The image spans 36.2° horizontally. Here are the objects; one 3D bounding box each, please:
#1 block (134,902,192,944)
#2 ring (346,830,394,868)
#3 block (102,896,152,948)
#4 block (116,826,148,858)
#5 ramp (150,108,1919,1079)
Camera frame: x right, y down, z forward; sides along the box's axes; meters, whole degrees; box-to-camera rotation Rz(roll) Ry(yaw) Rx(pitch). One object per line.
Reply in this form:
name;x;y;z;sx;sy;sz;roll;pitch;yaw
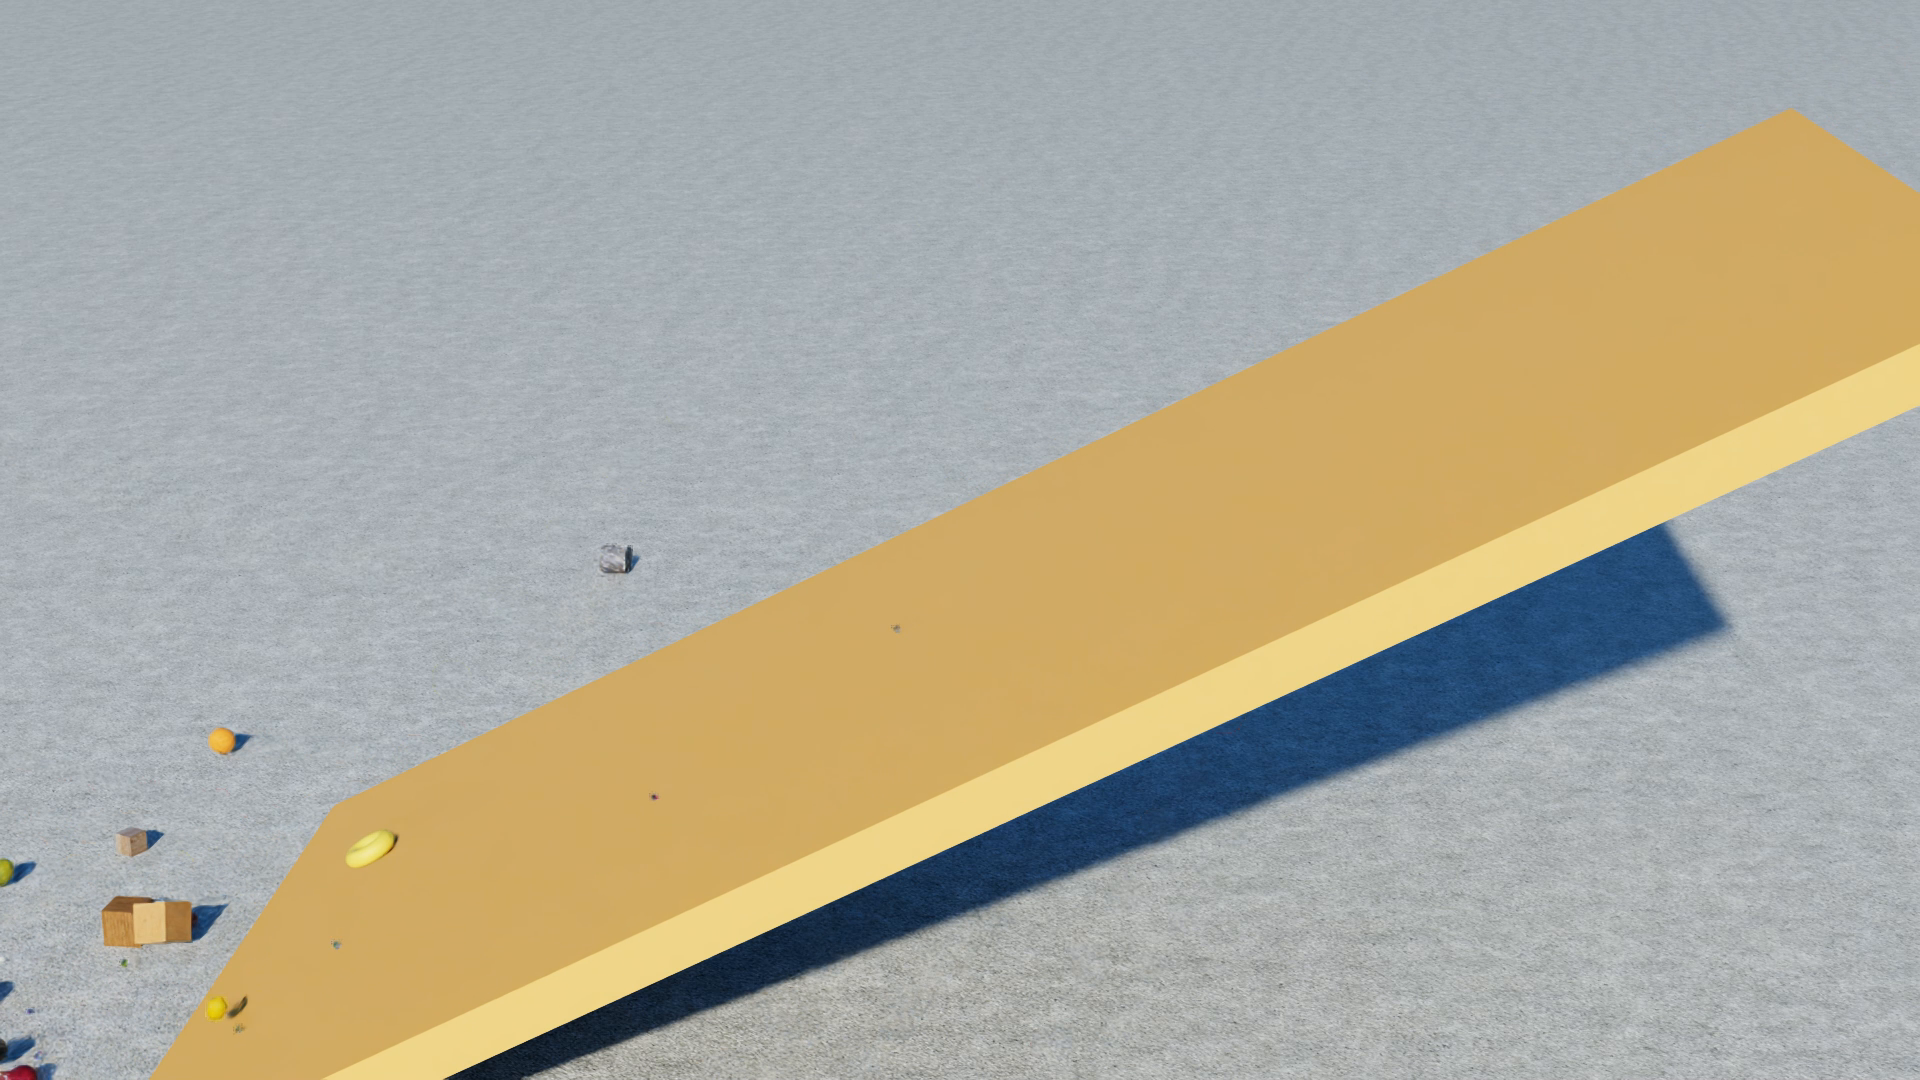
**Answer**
block;-1.877;0.900;6.924;0.092;0.092;0.092;-8;-9;23
ring;-1.383;0.725;6.893;0.127;0.042;0.127;-28;14;7
block;-1.975;0.907;6.986;0.090;0.090;0.090;2;17;6
block;-2.114;0.770;7.503;0.054;0.054;0.054;10;20;31
ramp;0.139;0.168;6.281;4.000;0.100;2.000;-25;14;10
